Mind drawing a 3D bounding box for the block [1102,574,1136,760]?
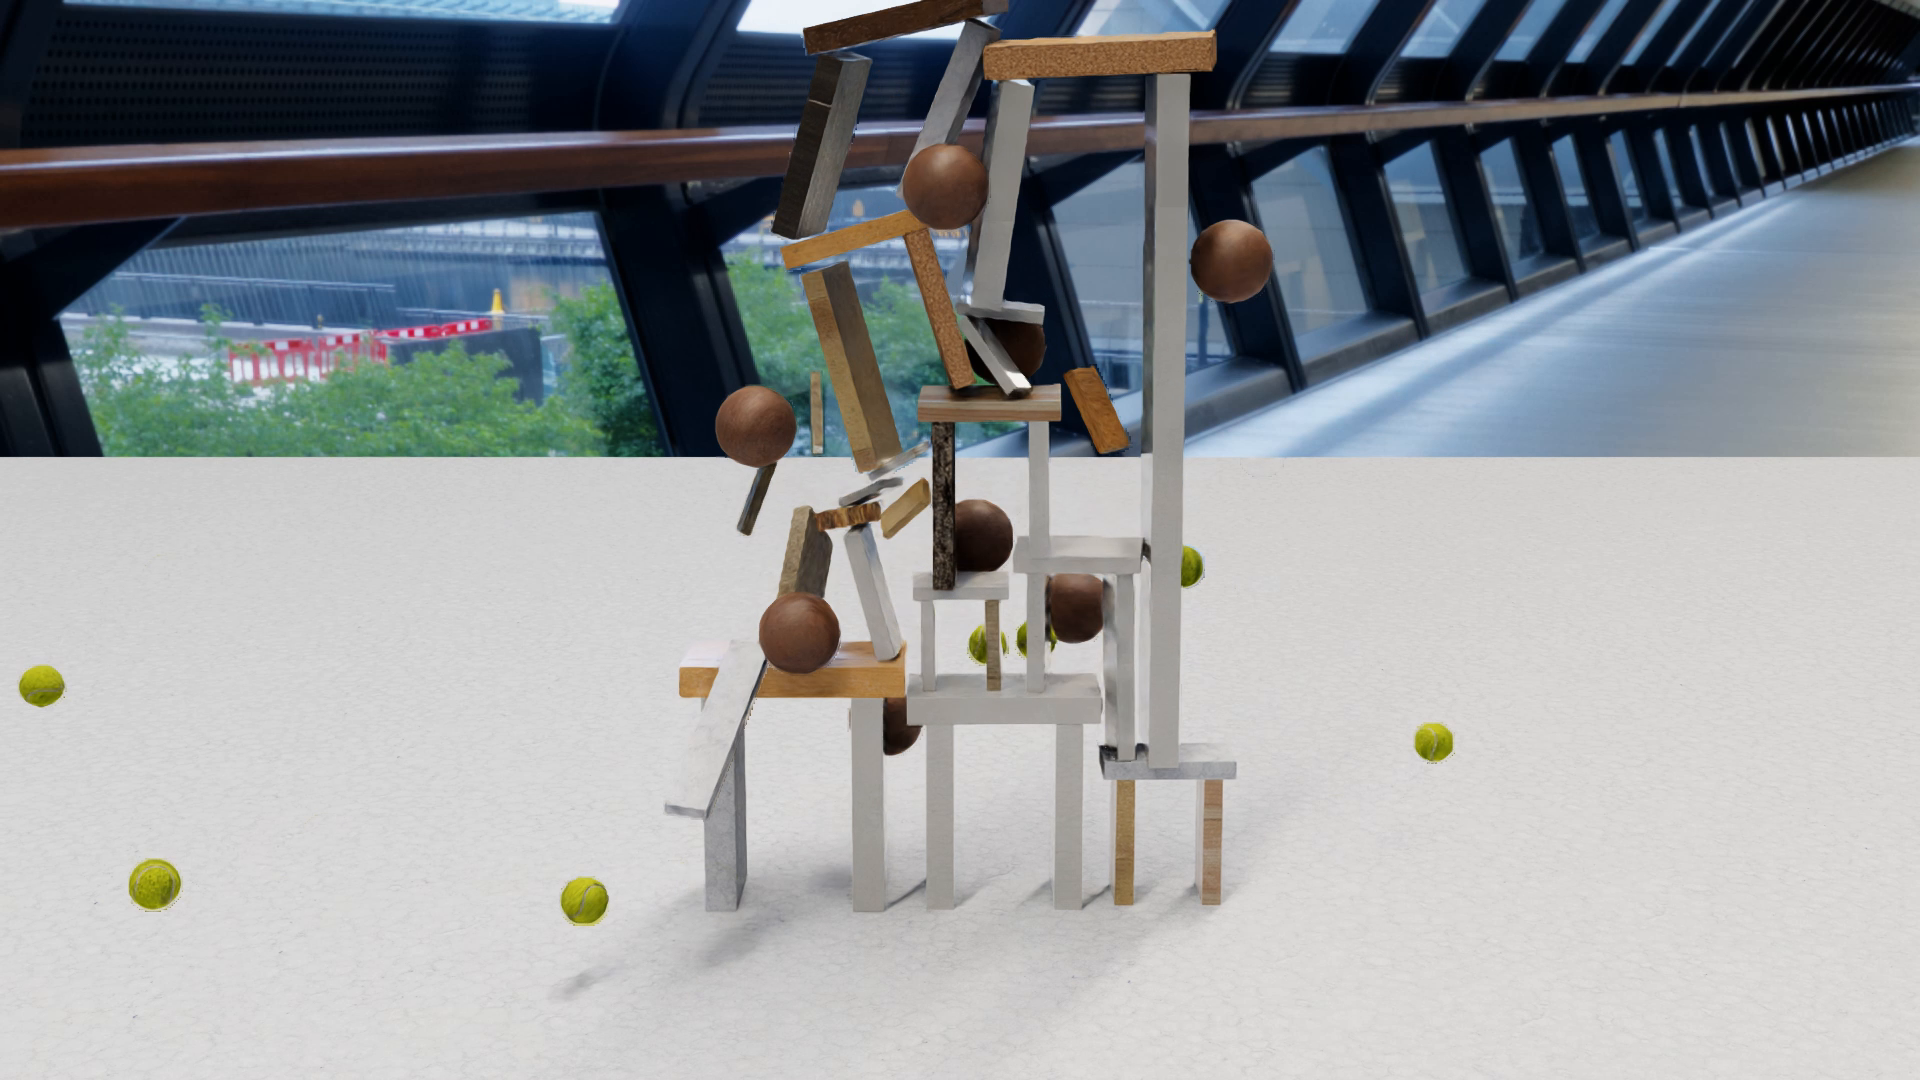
[{"bbox_3d":[0.258,0.192,3.572,0.029,0.314,0.101,-4,15,-8],"label":"block"}]

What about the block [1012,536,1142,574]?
[{"bbox_3d":[0.190,0.024,3.530,0.203,0.029,0.101,1,19,6],"label":"block"}]

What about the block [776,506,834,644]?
[{"bbox_3d":[-0.260,0.057,3.690,0.030,0.105,0.211,-8,49,18],"label":"block"}]

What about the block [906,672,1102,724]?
[{"bbox_3d":[0.071,0.259,3.605,0.313,0.044,0.157,0,11,0],"label":"block"}]

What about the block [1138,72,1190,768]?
[{"bbox_3d":[0.319,-0.182,3.466,0.048,1.094,0.170,-1,16,-1],"label":"block"}]

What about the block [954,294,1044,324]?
[{"bbox_3d":[0.062,-0.360,3.436,0.138,0.020,0.069,7,15,0],"label":"block"}]

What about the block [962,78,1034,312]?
[{"bbox_3d":[0.057,-0.538,3.393,0.048,0.340,0.170,7,15,-6],"label":"block"}]

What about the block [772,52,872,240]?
[{"bbox_3d":[-0.217,-0.623,3.469,0.041,0.287,0.144,21,18,11],"label":"block"}]

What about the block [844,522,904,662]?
[{"bbox_3d":[-0.140,0.083,3.574,0.030,0.211,0.105,-14,9,8],"label":"block"}]

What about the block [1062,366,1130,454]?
[{"bbox_3d":[0.215,-0.205,3.450,0.020,0.138,0.069,-29,-9,34],"label":"block"}]

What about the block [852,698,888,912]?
[{"bbox_3d":[-0.149,0.413,3.638,0.051,0.359,0.180,0,11,0],"label":"block"}]

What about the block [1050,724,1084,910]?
[{"bbox_3d":[0.176,0.435,3.639,0.044,0.313,0.157,0,11,0],"label":"block"}]

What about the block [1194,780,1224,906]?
[{"bbox_3d":[0.412,0.484,3.646,0.030,0.215,0.108,0,11,-1],"label":"block"}]

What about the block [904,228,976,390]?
[{"bbox_3d":[-0.033,-0.364,3.452,0.035,0.249,0.125,-18,9,-1],"label":"block"}]

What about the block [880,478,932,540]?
[{"bbox_3d":[-0.086,-0.050,3.488,0.014,0.101,0.050,31,32,-30],"label":"block"}]

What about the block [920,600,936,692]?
[{"bbox_3d":[-0.053,0.160,3.574,0.022,0.156,0.078,-1,18,-1],"label":"block"}]

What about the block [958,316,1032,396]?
[{"bbox_3d":[0.053,-0.286,3.408,0.020,0.138,0.069,-38,-9,19],"label":"block"}]

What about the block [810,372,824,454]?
[{"bbox_3d":[-0.248,-0.219,3.797,0.018,0.129,0.064,-1,-8,-5],"label":"block"}]

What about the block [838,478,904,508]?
[{"bbox_3d":[-0.146,-0.078,3.593,0.101,0.014,0.050,-22,-8,39],"label":"block"}]

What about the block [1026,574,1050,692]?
[{"bbox_3d":[0.128,0.134,3.571,0.029,0.202,0.101,2,18,8],"label":"block"}]

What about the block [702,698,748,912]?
[{"bbox_3d":[-0.389,0.413,3.638,0.051,0.359,0.180,0,11,0],"label":"block"}]

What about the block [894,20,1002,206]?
[{"bbox_3d":[-0.017,-0.666,3.422,0.041,0.287,0.144,24,15,2],"label":"block"}]

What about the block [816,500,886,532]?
[{"bbox_3d":[-0.179,-0.041,3.651,0.105,0.030,0.211,-11,2,0],"label":"block"}]

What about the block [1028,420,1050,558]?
[{"bbox_3d":[0.125,-0.094,3.492,0.031,0.222,0.111,-1,18,2],"label":"block"}]

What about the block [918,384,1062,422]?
[{"bbox_3d":[0.048,-0.215,3.455,0.222,0.031,0.111,0,17,3],"label":"block"}]

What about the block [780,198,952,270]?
[{"bbox_3d":[-0.147,-0.484,3.472,0.249,0.035,0.125,-14,9,16],"label":"block"}]

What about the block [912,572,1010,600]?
[{"bbox_3d":[0.001,0.074,3.550,0.156,0.022,0.078,0,18,0],"label":"block"}]

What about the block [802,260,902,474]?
[{"bbox_3d":[-0.172,-0.280,3.534,0.035,0.326,0.125,-12,11,20],"label":"block"}]

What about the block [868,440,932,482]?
[{"bbox_3d":[-0.098,-0.127,3.543,0.101,0.014,0.050,-27,5,35],"label":"block"}]

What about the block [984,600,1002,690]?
[{"bbox_3d":[0.055,0.159,3.581,0.022,0.156,0.078,-1,16,4],"label":"block"}]

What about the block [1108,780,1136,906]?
[{"bbox_3d":[0.268,0.485,3.643,0.030,0.215,0.108,0,11,-2],"label":"block"}]

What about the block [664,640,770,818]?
[{"bbox_3d":[-0.371,0.286,3.392,0.064,0.018,0.369,7,40,9],"label":"block"}]

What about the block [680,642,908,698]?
[{"bbox_3d":[-0.268,0.211,3.602,0.359,0.051,0.180,0,11,0],"label":"block"}]

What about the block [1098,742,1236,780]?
[{"bbox_3d":[0.340,0.364,3.620,0.215,0.030,0.108,0,11,-1],"label":"block"}]

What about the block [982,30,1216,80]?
[{"bbox_3d":[0.216,-0.739,3.350,0.340,0.048,0.170,0,16,9],"label":"block"}]

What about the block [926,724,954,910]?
[{"bbox_3d":[-0.032,0.435,3.640,0.044,0.313,0.157,0,11,0],"label":"block"}]

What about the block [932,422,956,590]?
[{"bbox_3d":[-0.025,-0.068,3.506,0.031,0.276,0.111,0,18,2],"label":"block"}]

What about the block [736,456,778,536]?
[{"bbox_3d":[-0.333,-0.072,3.606,0.018,0.129,0.064,20,0,-13],"label":"block"}]

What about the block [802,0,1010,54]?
[{"bbox_3d":[-0.082,-0.799,3.380,0.287,0.041,0.144,-8,12,19],"label":"block"}]
